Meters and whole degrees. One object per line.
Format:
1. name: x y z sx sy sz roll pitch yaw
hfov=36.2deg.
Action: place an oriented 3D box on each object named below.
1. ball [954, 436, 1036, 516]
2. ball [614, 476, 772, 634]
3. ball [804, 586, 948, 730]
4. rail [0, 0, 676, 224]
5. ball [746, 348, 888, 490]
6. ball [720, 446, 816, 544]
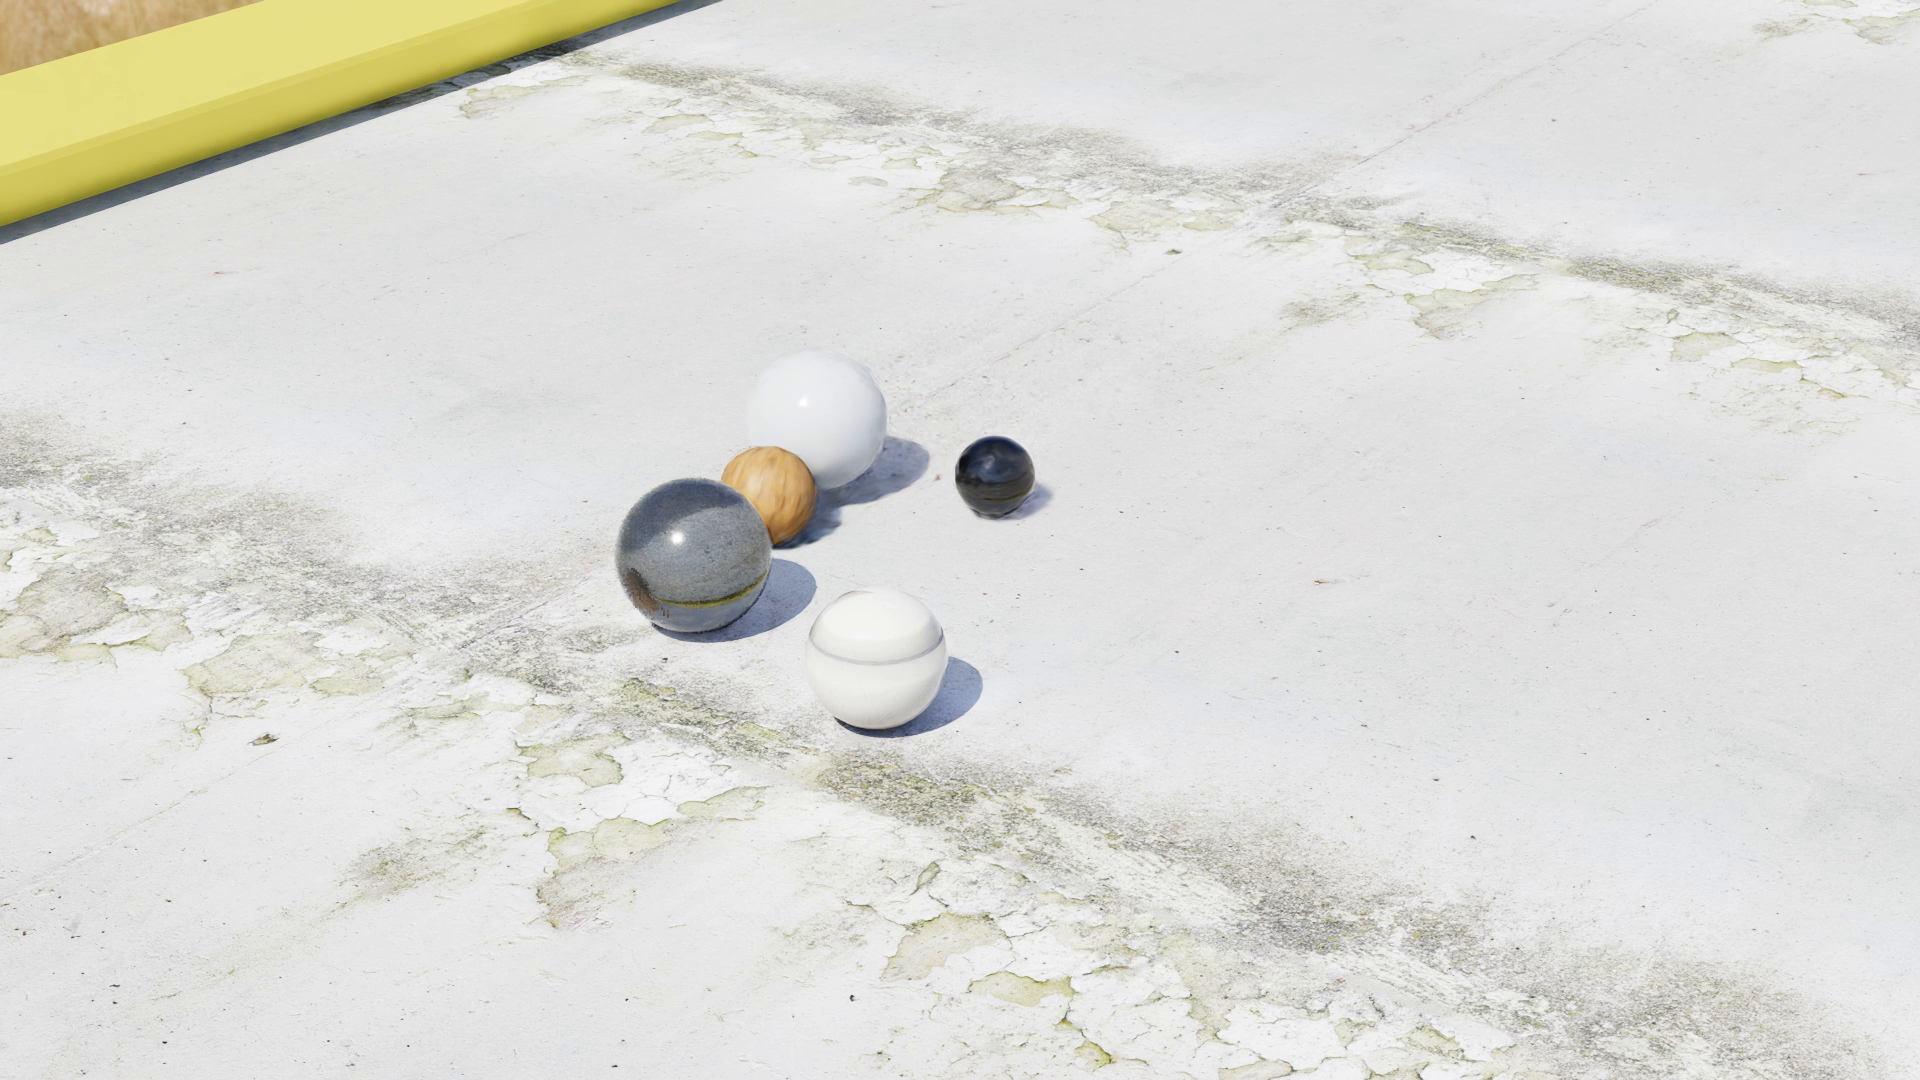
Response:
1. ball: 0.023 -0.042 1.933 0.053 0.053 0.053 0 25 0
2. ball: -0.161 0.009 1.775 0.095 0.095 0.095 0 25 0
3. ball: -0.047 0.067 1.668 0.082 0.082 0.082 0 25 0
4. rail: -0.332 -0.594 3.027 0.045 0.123 3.672 16 30 31
5. ball: -0.095 -0.080 1.946 0.094 0.094 0.094 0 25 0
6. ball: -0.124 -0.029 1.893 0.064 0.064 0.064 0 25 0
